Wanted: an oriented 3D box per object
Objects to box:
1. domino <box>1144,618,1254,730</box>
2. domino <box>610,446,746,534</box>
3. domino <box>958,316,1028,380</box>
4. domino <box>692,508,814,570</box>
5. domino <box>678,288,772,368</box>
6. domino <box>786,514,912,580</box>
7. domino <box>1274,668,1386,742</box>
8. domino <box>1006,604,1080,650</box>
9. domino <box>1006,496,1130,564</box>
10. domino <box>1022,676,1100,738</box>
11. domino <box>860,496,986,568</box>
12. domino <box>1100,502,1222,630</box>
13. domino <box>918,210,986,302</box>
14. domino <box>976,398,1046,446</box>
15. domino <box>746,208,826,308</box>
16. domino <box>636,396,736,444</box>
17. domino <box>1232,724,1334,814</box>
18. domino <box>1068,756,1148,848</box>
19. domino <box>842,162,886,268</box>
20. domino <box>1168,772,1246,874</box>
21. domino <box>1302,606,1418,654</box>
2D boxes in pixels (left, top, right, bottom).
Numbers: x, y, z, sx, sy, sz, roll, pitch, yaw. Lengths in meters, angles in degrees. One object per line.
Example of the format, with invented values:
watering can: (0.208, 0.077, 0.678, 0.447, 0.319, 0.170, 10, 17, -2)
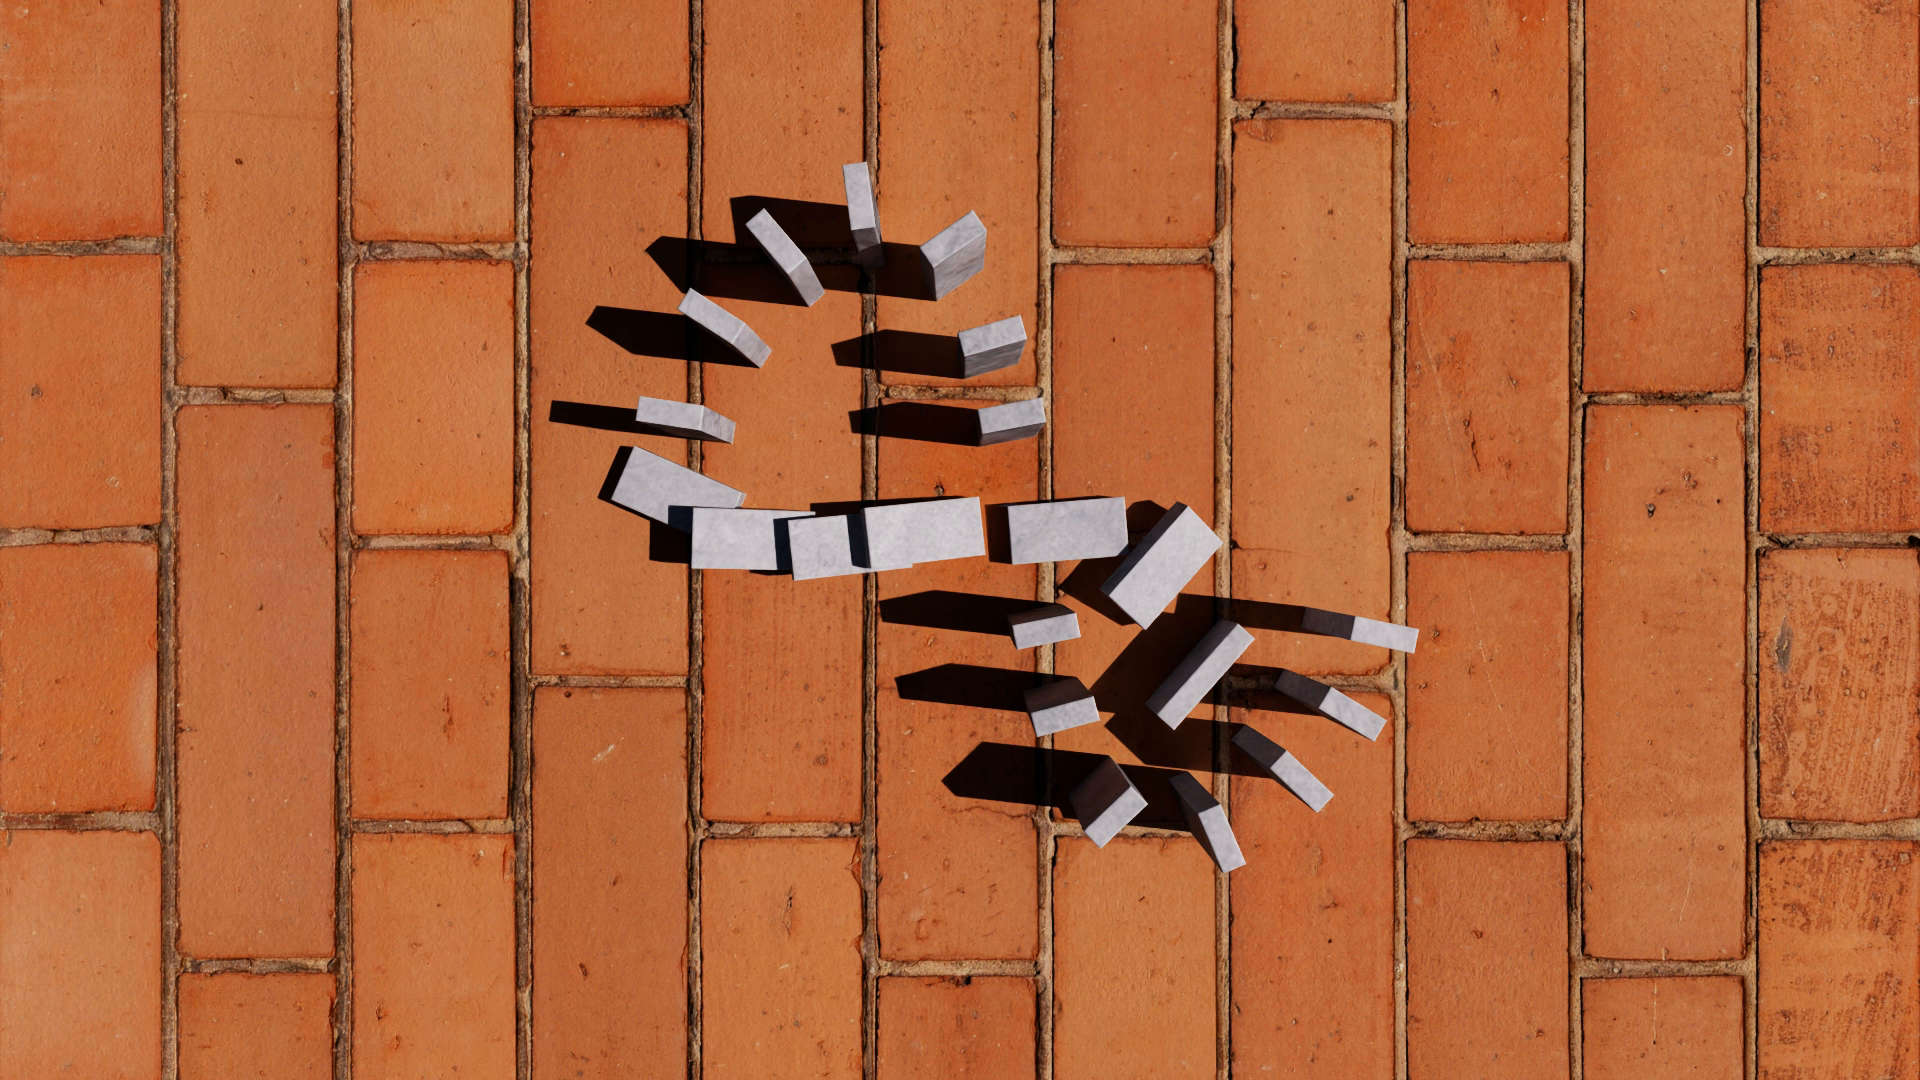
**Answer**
domino: (0.101, 0.056, 0.388, 0.010, 0.025, 0.050, 42, 90, 0)
domino: (-0.121, -0.019, 0.395, 0.050, 0.010, 0.025, 24, 90, 0)
domino: (0.012, -0.078, 0.375, 0.025, 0.050, 0.010, -16, 90, 0)
domino: (-0.087, 0.000, 0.388, 0.050, 0.010, 0.025, 2, 90, -17)
domino: (-0.095, -0.086, 0.375, 0.025, 0.050, 0.010, 33, 90, 0)
domino: (-0.047, 0.002, 0.389, 0.050, 0.010, 0.025, -6, 90, -15)
domino: (0.150, 0.067, 0.375, 0.025, 0.050, 0.009, 31, 90, 0)
domino: (0.033, 0.035, 0.375, 0.025, 0.050, 0.010, -11, 90, 0)
domino: (0.046, -0.004, 0.395, 0.050, 0.010, 0.025, -5, 90, 0)
domino: (0.040, 0.068, 0.375, 0.025, 0.050, 0.010, -15, 90, 0)
domino: (-0.016, -0.003, 0.388, 0.050, 0.009, 0.025, -6, 90, -18)
domino: (0.086, 0.011, 0.391, 0.025, 0.010, 0.050, 42, 90, -22)
domino: (-0.003, -0.115, 0.375, 0.025, 0.050, 0.010, -35, 90, 0)
domino: (0.020, -0.048, 0.375, 0.025, 0.050, 0.009, -11, 90, 0)
domino: (-0.070, -0.114, 0.375, 0.009, 0.050, 0.025, -41, 90, 0)
domino: (-0.111, -0.049, 0.375, 0.025, 0.050, 0.010, 9, 90, 0)
domino: (0.131, 0.092, 0.375, 0.025, 0.050, 0.009, 43, 90, 0)
domino: (0.059, 0.106, 0.375, 0.025, 0.050, 0.010, -44, 90, 0)
domino: (-0.039, -0.131, 0.375, 0.009, 0.050, 0.025, -8, 90, 0)
domino: (0.100, 0.114, 0.375, 0.009, 0.050, 0.025, -23, 90, 0)
domino: (0.162, 0.036, 0.375, 0.025, 0.050, 0.010, 12, 90, 0)
